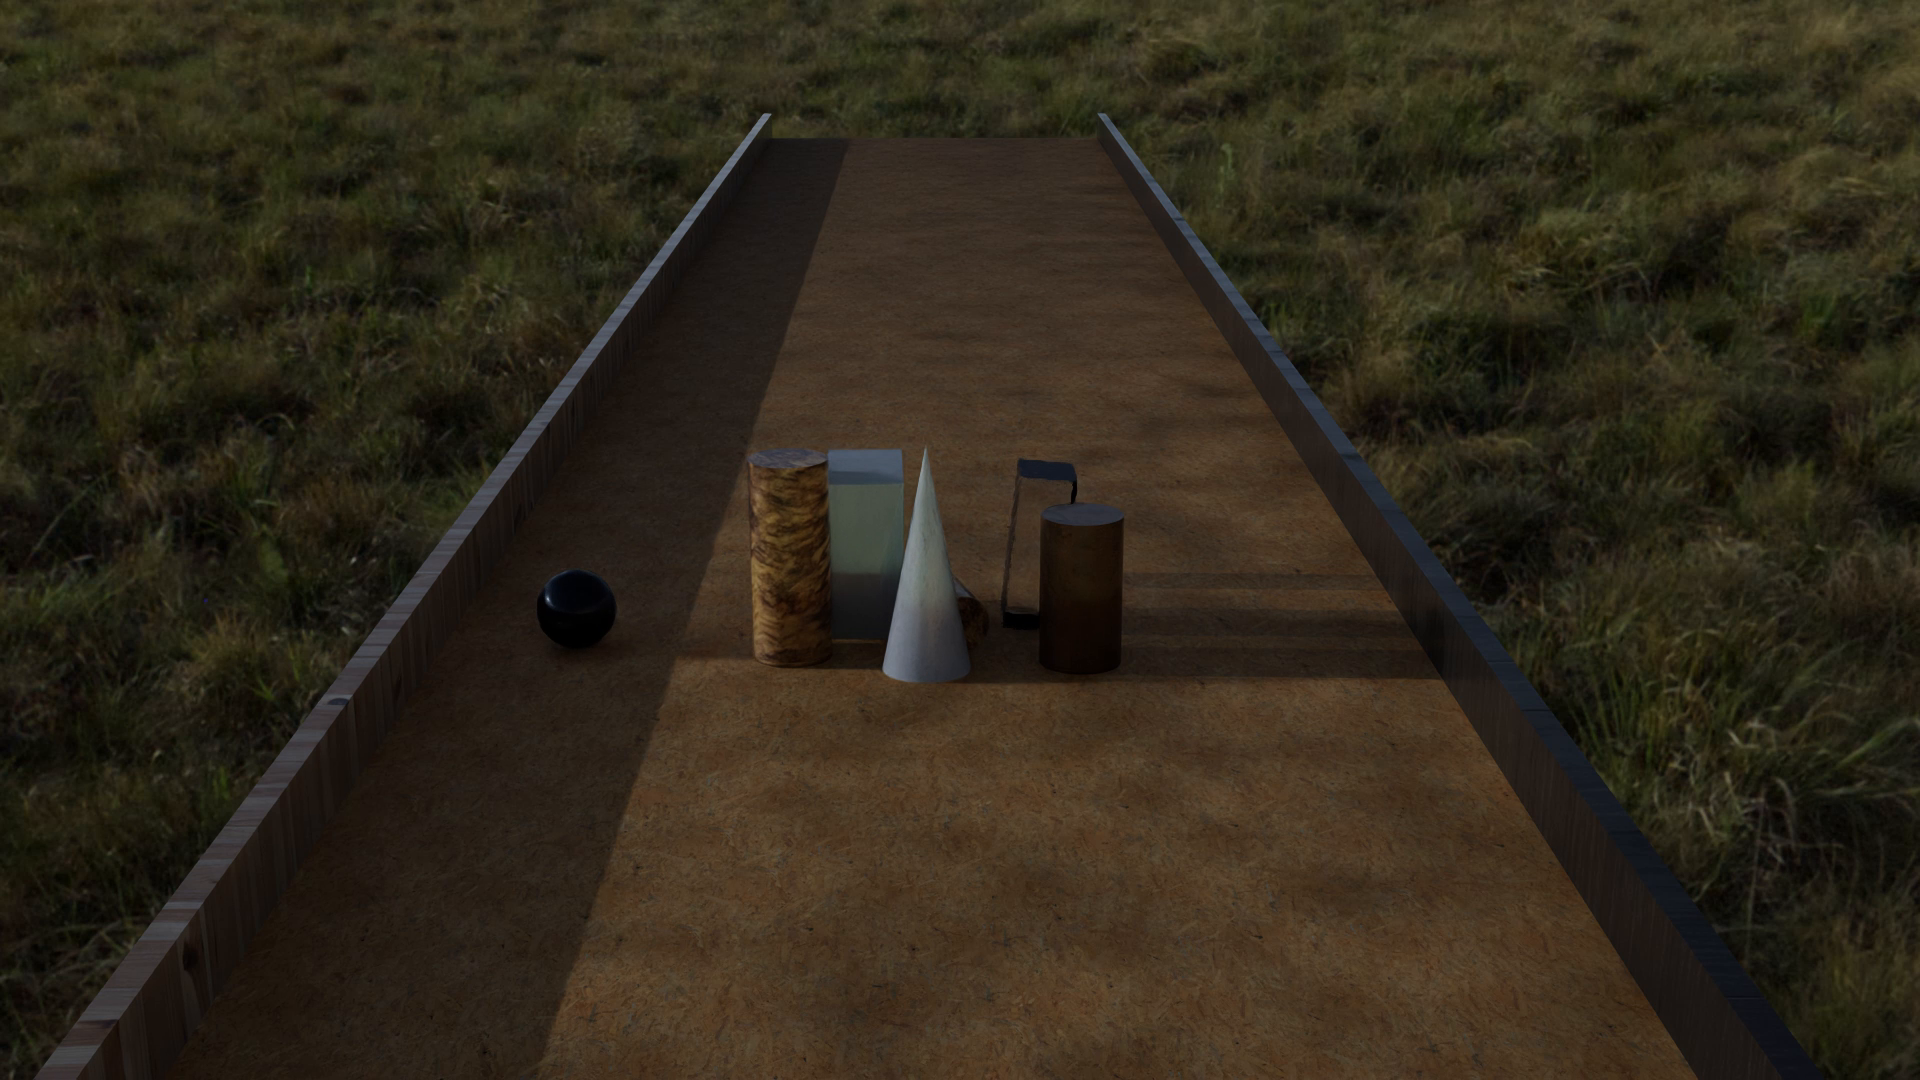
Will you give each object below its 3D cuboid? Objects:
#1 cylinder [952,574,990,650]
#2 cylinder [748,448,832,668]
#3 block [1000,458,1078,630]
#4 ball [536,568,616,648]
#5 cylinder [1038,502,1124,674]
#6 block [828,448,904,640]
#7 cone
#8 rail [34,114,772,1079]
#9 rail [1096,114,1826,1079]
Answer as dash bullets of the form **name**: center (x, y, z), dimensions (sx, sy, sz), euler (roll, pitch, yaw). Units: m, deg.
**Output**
- **cylinder**: center (-0.043, 0.125, 4.604), dimensions (0.116, 0.116, 0.344), euler (-5, 17, -15)
- **cylinder**: center (-0.338, 0.036, 4.385), dimensions (0.159, 0.411, 0.159), euler (0, 17, 0)
- **block**: center (0.163, 0.010, 4.581), dimensions (0.115, 0.331, 0.115), euler (5, 21, -4)
- **ball**: center (-0.780, 0.139, 4.475), dimensions (0.162, 0.162, 0.162), euler (0, 17, 0)
- **cylinder**: center (0.241, 0.096, 4.370), dimensions (0.165, 0.305, 0.165), euler (0, 17, 0)
- **block**: center (-0.193, 0.009, 4.517), dimensions (0.150, 0.362, 0.150), euler (-1, 30, -3)
- **cone**: center (-0.066, 0.035, 4.304), dimensions (0.178, 0.458, 0.178), euler (0, 17, 0)
- **rail**: center (-1.118, -0.838, 7.780), dimensions (0.050, 0.150, 12.000), euler (0, 17, -1)
- **rail**: center (0.932, -0.844, 7.801), dimensions (0.050, 0.150, 12.000), euler (0, 17, -1)
